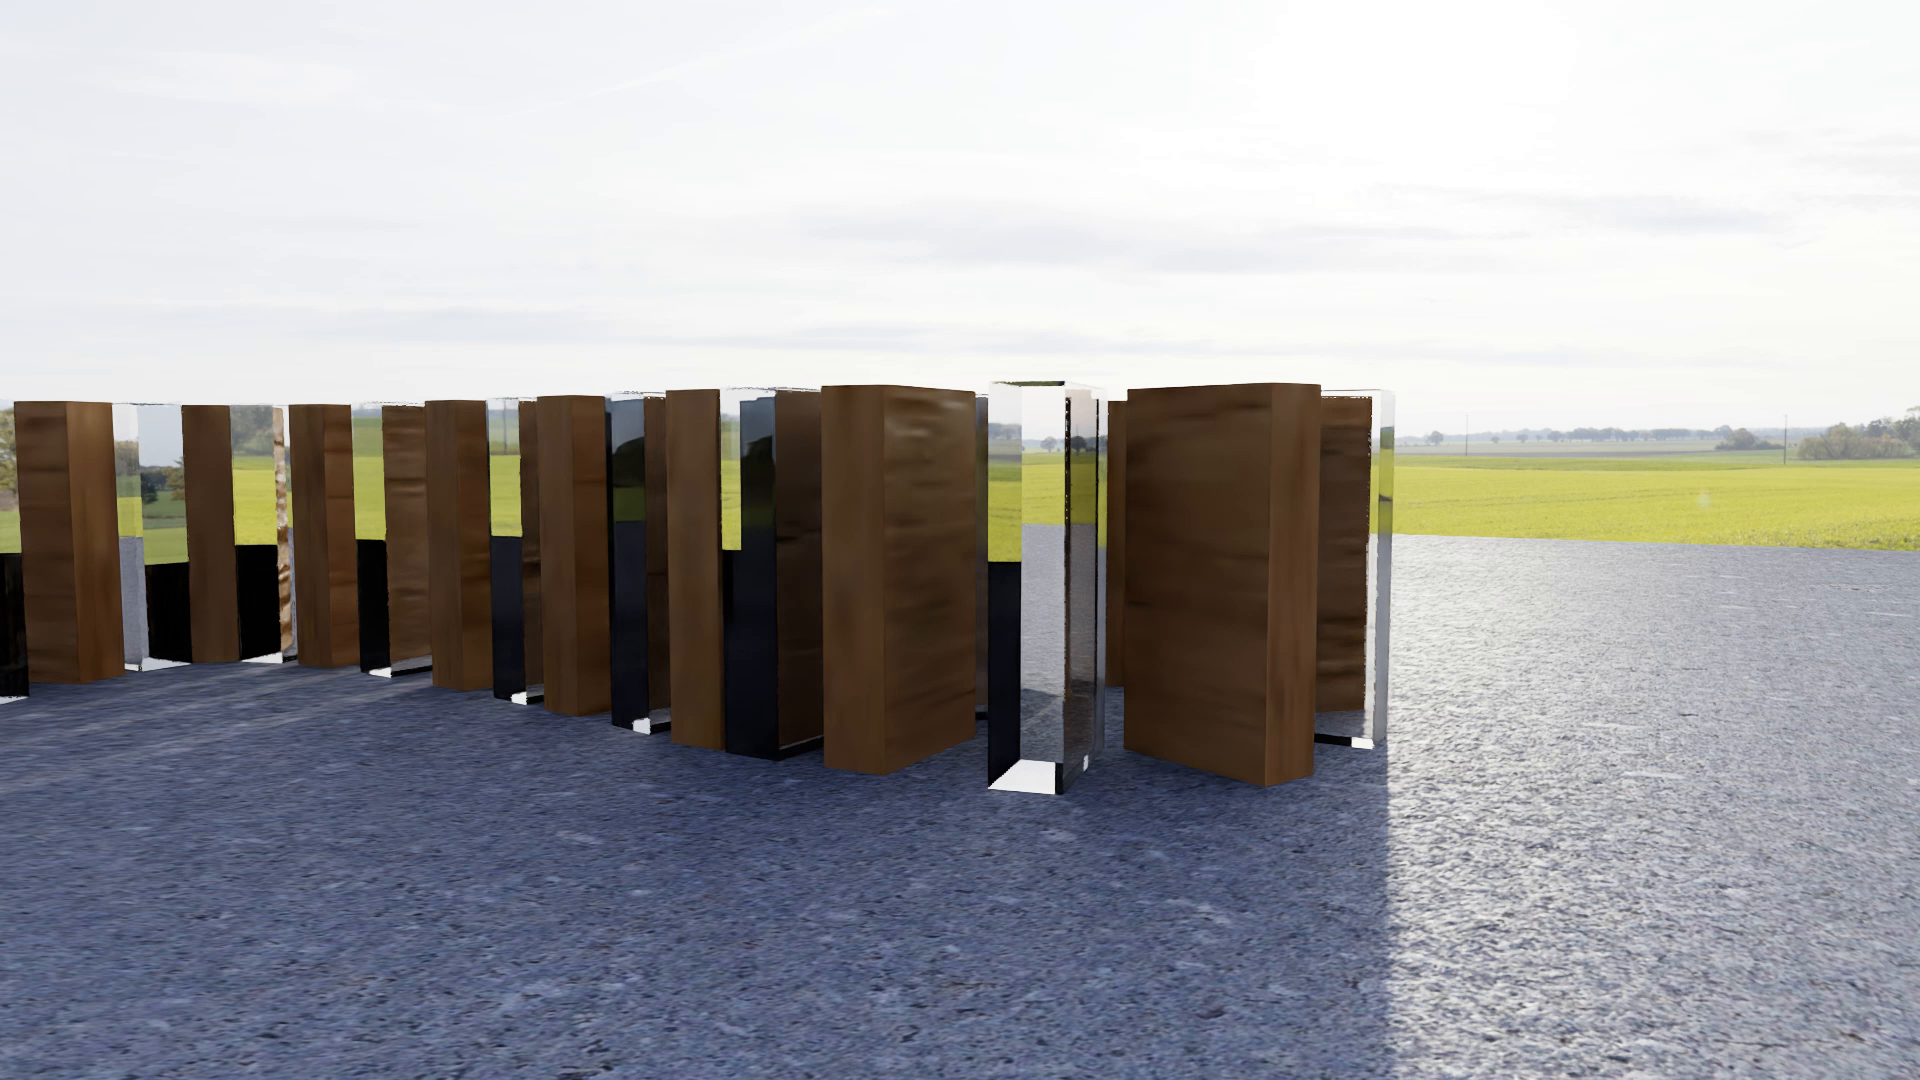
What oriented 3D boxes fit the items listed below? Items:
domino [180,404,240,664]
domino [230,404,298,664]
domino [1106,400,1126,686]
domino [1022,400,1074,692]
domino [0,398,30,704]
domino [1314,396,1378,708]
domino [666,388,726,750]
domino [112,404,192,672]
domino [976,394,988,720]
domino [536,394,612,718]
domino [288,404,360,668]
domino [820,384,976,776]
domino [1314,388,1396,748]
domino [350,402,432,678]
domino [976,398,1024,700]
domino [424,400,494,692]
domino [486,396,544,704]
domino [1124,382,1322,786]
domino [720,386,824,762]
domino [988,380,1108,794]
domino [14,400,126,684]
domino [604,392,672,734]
[{"bbox_3d":[-0.149,-0.002,0.261,0.009,0.050,0.025,-1,4,-17],"label":"domino"},{"bbox_3d":[-0.134,-0.002,0.261,0.010,0.050,0.025,1,4,12],"label":"domino"},{"bbox_3d":[0.031,0.000,0.236,0.010,0.050,0.025,1,4,13],"label":"domino"},{"bbox_3d":[0.009,0.000,0.232,0.010,0.050,0.025,-3,5,-35],"label":"domino"},{"bbox_3d":[-0.169,0.002,0.210,0.025,0.050,0.010,0,4,1],"label":"domino"},{"bbox_3d":[0.054,0.002,0.208,0.025,0.050,0.009,-1,4,-16],"label":"domino"},{"bbox_3d":[-0.030,0.003,0.189,0.009,0.050,0.025,3,5,33],"label":"domino"},{"bbox_3d":[-0.162,-0.001,0.248,0.025,0.050,0.009,2,5,28],"label":"domino"},{"bbox_3d":[0.000,0.002,0.201,0.025,0.050,0.009,0,4,0],"label":"domino"},{"bbox_3d":[-0.055,0.002,0.211,0.009,0.050,0.025,4,6,40],"label":"domino"},{"bbox_3d":[-0.118,-0.002,0.255,0.009,0.050,0.025,2,5,25],"label":"domino"},{"bbox_3d":[-0.008,0.004,0.176,0.009,0.050,0.025,2,5,28],"label":"domino"},{"bbox_3d":[0.049,0.003,0.188,0.025,0.050,0.009,3,5,30],"label":"domino"},{"bbox_3d":[-0.101,-0.001,0.245,0.009,0.050,0.025,3,5,33],"label":"domino"},{"bbox_3d":[-0.002,0.001,0.216,0.025,0.050,0.009,0,4,4],"label":"domino"},{"bbox_3d":[-0.082,0.000,0.232,0.009,0.050,0.025,3,5,36],"label":"domino"},{"bbox_3d":[-0.067,0.001,0.220,0.009,0.050,0.025,3,5,39],"label":"domino"},{"bbox_3d":[0.034,0.005,0.170,0.010,0.050,0.025,-3,5,-37],"label":"domino"},{"bbox_3d":[-0.022,0.004,0.183,0.010,0.050,0.025,3,5,31],"label":"domino"},{"bbox_3d":[0.012,0.005,0.167,0.009,0.050,0.025,1,5,18],"label":"domino"},{"bbox_3d":[-0.167,0.000,0.233,0.025,0.050,0.010,1,4,12],"label":"domino"},{"bbox_3d":[-0.041,0.003,0.199,0.009,0.050,0.025,4,6,40],"label":"domino"}]
